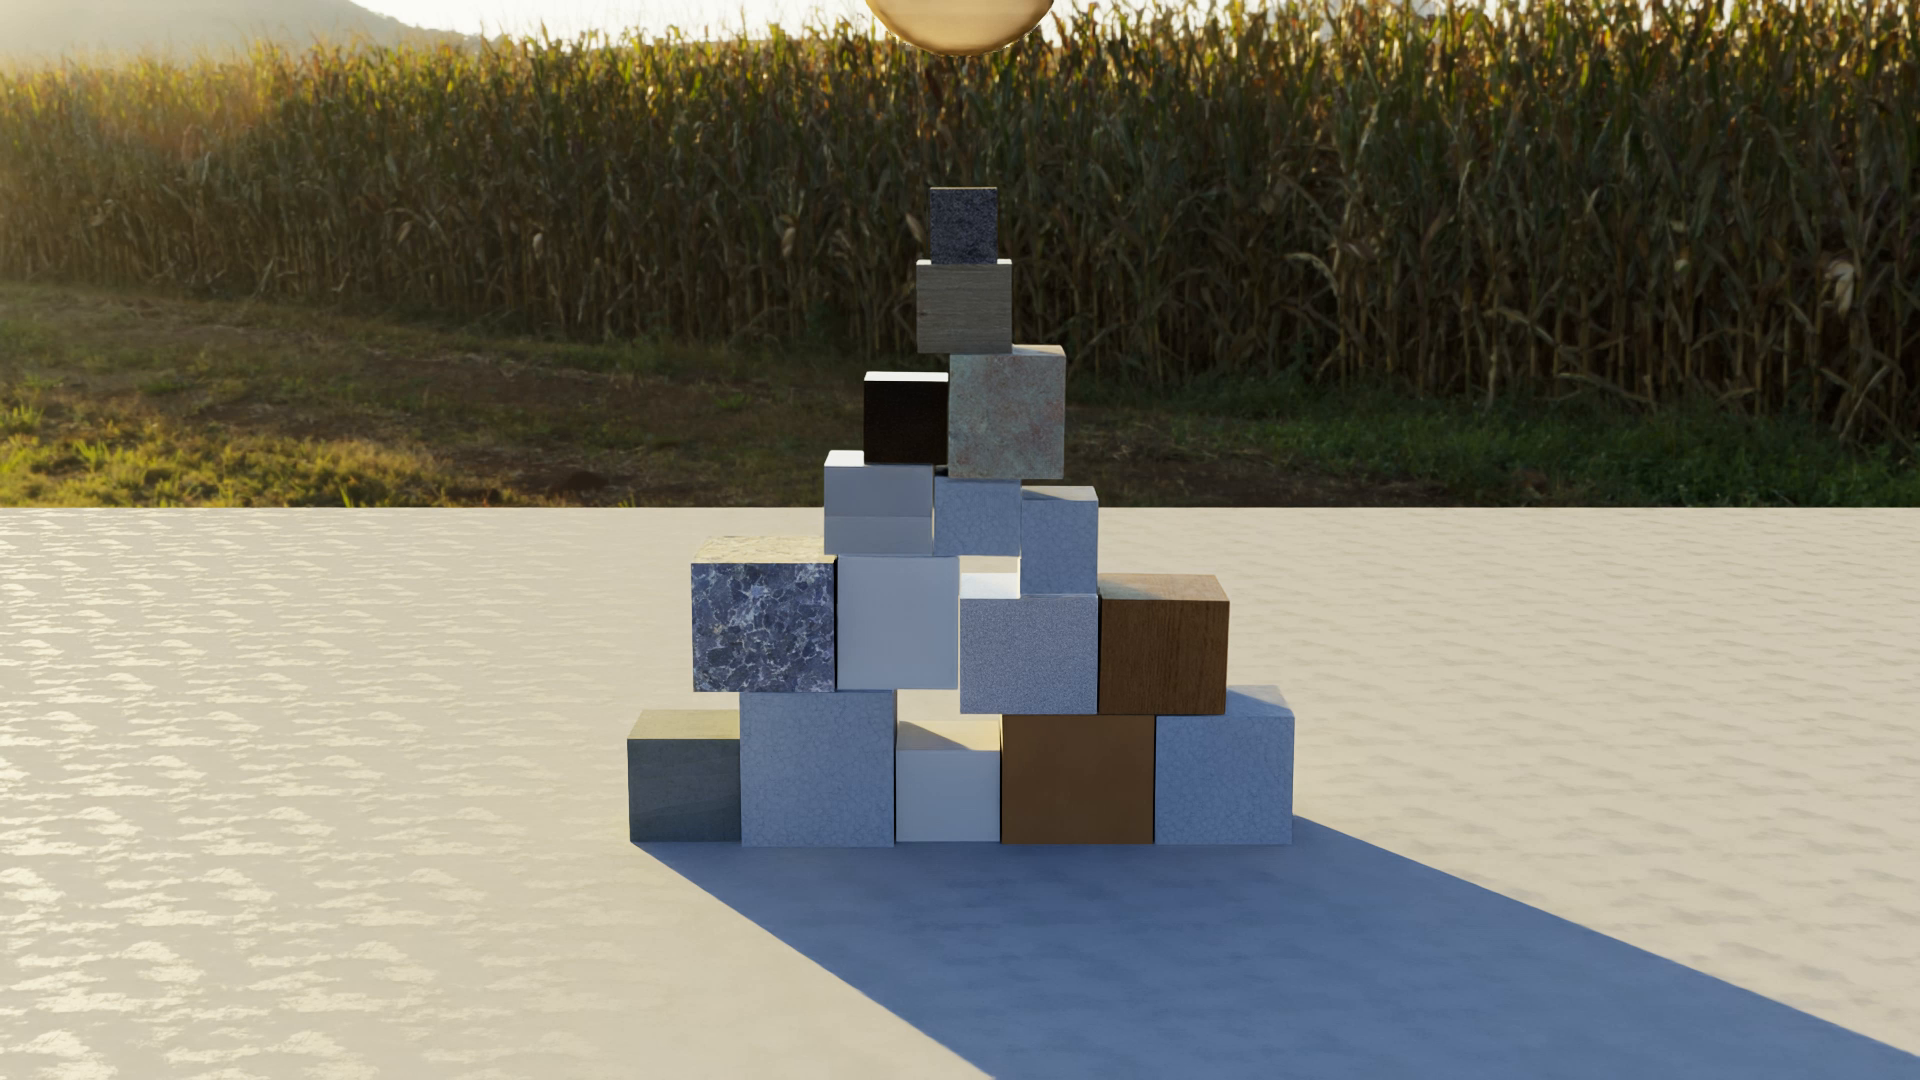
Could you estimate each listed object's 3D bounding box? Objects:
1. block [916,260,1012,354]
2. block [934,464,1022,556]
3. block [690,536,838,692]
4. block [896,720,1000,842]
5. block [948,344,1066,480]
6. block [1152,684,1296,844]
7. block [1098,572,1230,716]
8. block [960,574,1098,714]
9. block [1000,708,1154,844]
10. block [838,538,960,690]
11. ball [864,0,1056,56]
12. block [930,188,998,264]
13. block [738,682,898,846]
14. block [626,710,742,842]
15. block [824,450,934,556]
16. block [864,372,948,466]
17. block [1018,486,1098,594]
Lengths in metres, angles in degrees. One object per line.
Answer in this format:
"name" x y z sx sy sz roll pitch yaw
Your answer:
"block" 0.022 -1.170 10.978 0.465 0.434 0.424 0 10 0
"block" 0.087 -0.154 11.134 0.429 0.395 0.439 1 10 0
"block" -0.976 0.368 11.260 0.703 0.654 0.751 0 10 0
"block" -0.061 1.243 11.397 0.525 0.477 0.570 0 10 0
"block" 0.230 -0.653 11.079 0.568 0.611 0.572 1 10 0
"block" 1.329 1.152 11.371 0.693 0.665 0.653 0 10 0
"block" 1.018 0.525 11.287 0.632 0.586 0.668 1 10 0
"block" 0.342 0.523 11.274 0.686 0.593 0.646 0 10 0
"block" 0.592 1.145 11.390 0.761 0.672 0.694 0 10 0
"block" -0.308 0.361 11.254 0.604 0.672 0.634 1 10 0
"ball" 0.000 -4.259 15.645 1.600 1.600 1.600 0 10 0
"block" 0.019 -1.557 10.880 0.327 0.363 0.333 0 10 0
"block" -0.716 1.086 11.366 0.766 0.797 0.742 0 10 0
"block" -1.392 1.213 11.388 0.566 0.540 0.579 0 10 0
"block" -0.405 -0.191 11.153 0.537 0.447 0.541 1 10 0
"block" -0.270 -0.615 11.077 0.412 0.418 0.405 1 10 0
"block" 0.495 -0.006 11.199 0.387 0.473 0.458 0 10 0
